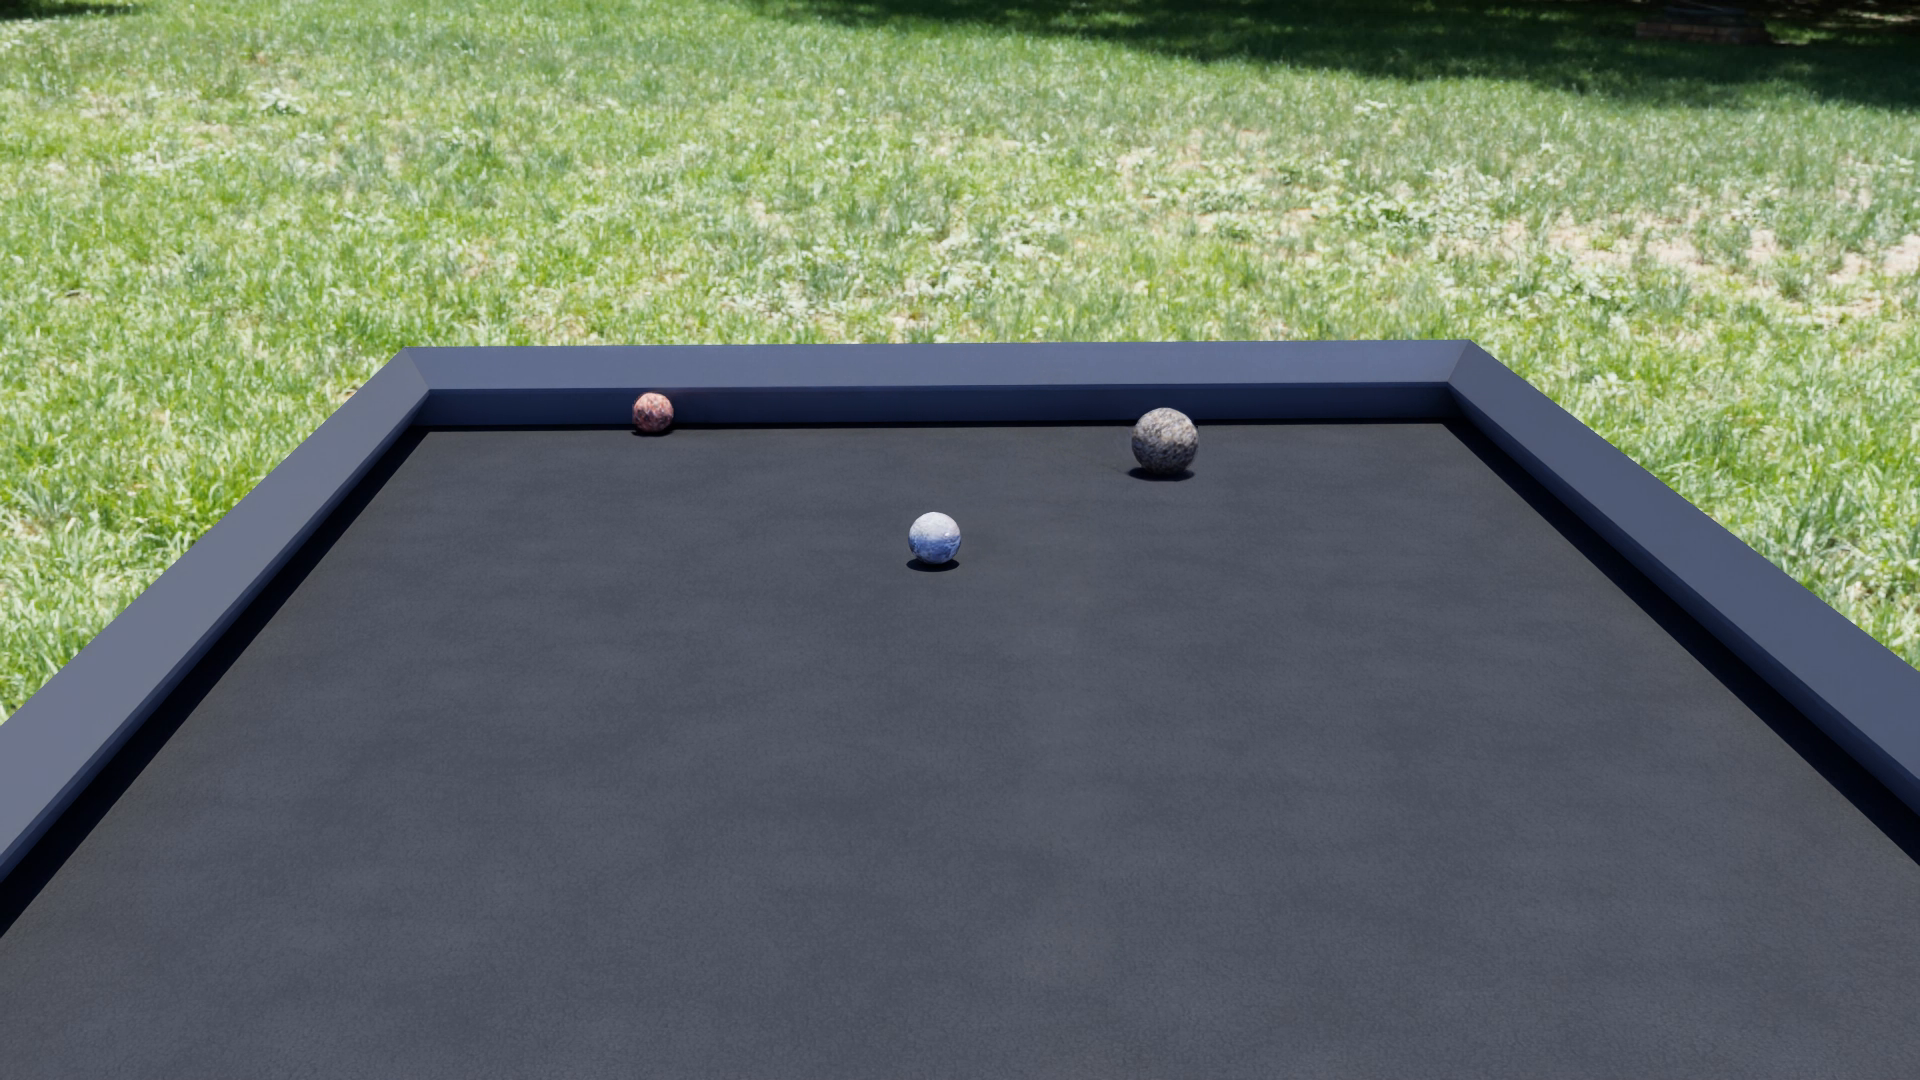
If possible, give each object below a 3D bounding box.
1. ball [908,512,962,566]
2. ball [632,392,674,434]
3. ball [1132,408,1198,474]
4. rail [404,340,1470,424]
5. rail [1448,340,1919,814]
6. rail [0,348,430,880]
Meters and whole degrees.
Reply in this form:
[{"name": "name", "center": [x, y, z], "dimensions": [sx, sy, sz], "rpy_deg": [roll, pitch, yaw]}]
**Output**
[{"name": "ball", "center": [-0.031, -0.002, 2.731], "dimensions": [0.066, 0.066, 0.066], "rpy_deg": [0, 16, 0]}, {"name": "ball", "center": [-0.476, -0.197, 3.410], "dimensions": [0.062, 0.062, 0.062], "rpy_deg": [0, 16, 0]}, {"name": "ball", "center": [0.294, -0.142, 3.161], "dimensions": [0.096, 0.096, 0.096], "rpy_deg": [0, 16, 0]}, {"name": "rail", "center": [-0.028, -0.243, 3.455], "dimensions": [1.681, 0.124, 0.045], "rpy_deg": [-1, 16, -2]}, {"name": "rail", "center": [0.846, 0.198, 1.934], "dimensions": [0.045, 0.124, 3.277], "rpy_deg": [-1, 16, -2]}, {"name": "rail", "center": [-0.787, 0.215, 1.878], "dimensions": [0.045, 0.124, 3.277], "rpy_deg": [-1, 16, -2]}]
